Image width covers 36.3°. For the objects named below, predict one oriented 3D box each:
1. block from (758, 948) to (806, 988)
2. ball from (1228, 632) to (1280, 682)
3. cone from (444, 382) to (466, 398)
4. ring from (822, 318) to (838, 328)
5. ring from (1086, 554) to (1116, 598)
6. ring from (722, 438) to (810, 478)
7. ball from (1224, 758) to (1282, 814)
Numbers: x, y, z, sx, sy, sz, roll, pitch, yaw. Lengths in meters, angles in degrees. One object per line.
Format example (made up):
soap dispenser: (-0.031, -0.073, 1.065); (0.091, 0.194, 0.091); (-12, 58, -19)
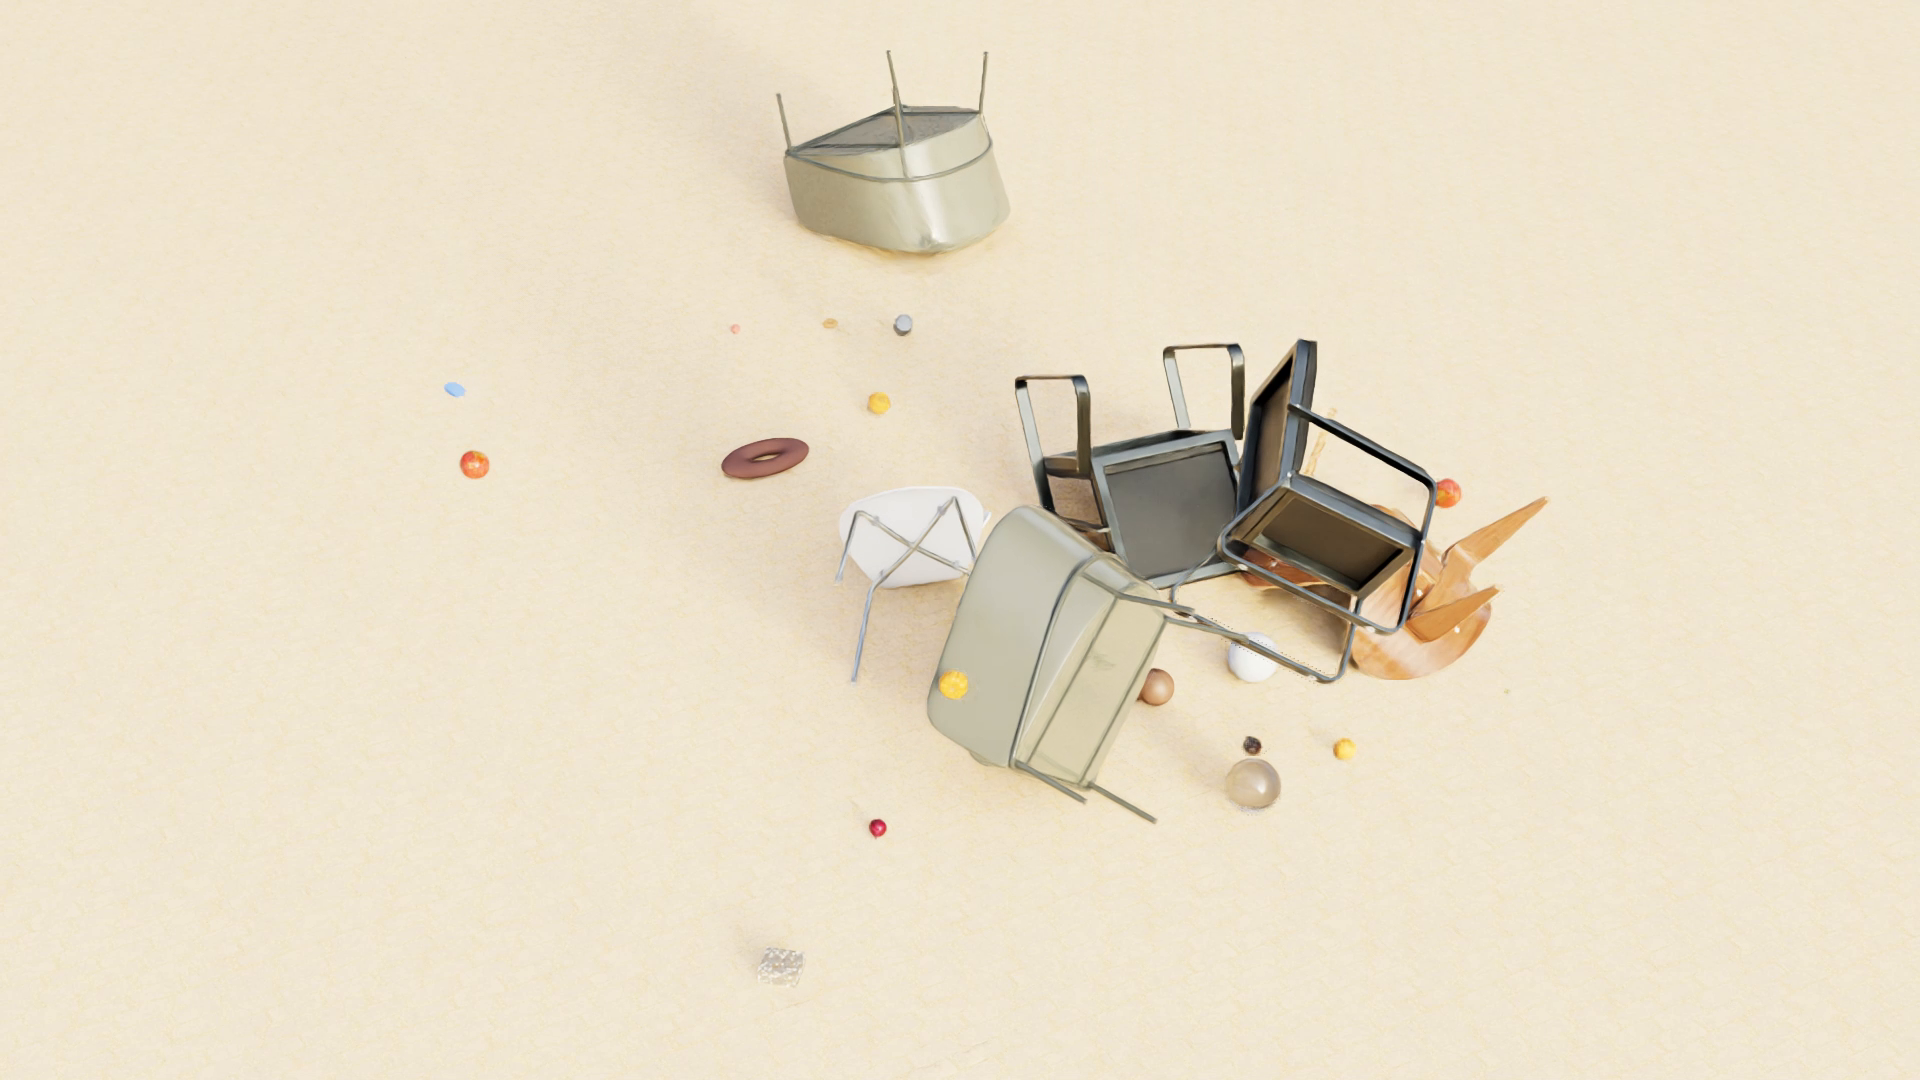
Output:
block: (-0.542, 1.301, 8.926); (0.119, 0.049, 0.109); (7, 34, 10)
ball: (1.017, 0.406, 10.166); (0.179, 0.179, 0.179); (0, 33, 0)
cone: (-1.823, -0.529, 10.608); (0.085, 0.049, 0.086); (21, 17, -23)
ring: (-0.544, -0.909, 12.306); (0.061, 0.021, 0.068); (29, 42, 35)
ring: (0.510, 0.130, 10.529); (0.040, 0.285, 0.152); (37, 72, 17)
ring: (-0.755, -0.319, 11.376); (0.370, 0.059, 0.217); (-18, 37, -26)
ball: (0.956, 0.801, 9.561); (0.184, 0.184, 0.184); (0, 33, 0)
